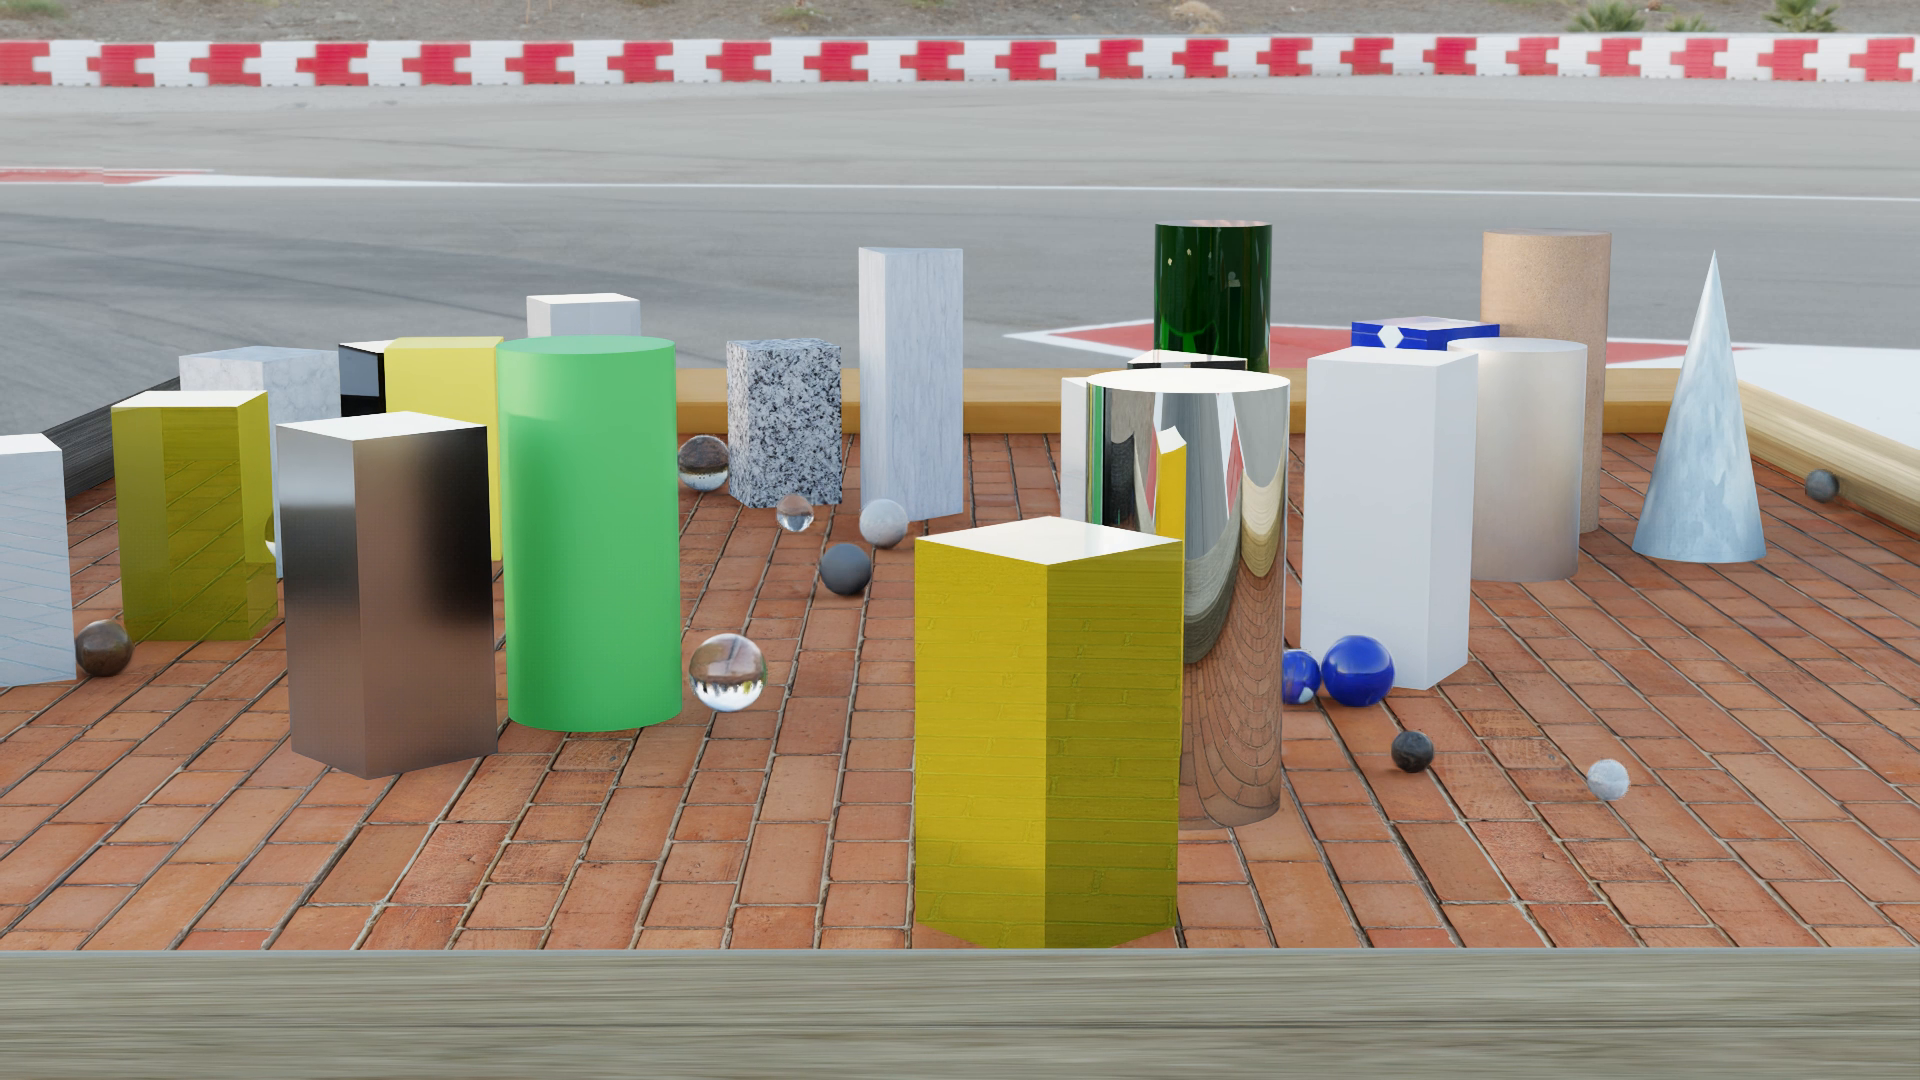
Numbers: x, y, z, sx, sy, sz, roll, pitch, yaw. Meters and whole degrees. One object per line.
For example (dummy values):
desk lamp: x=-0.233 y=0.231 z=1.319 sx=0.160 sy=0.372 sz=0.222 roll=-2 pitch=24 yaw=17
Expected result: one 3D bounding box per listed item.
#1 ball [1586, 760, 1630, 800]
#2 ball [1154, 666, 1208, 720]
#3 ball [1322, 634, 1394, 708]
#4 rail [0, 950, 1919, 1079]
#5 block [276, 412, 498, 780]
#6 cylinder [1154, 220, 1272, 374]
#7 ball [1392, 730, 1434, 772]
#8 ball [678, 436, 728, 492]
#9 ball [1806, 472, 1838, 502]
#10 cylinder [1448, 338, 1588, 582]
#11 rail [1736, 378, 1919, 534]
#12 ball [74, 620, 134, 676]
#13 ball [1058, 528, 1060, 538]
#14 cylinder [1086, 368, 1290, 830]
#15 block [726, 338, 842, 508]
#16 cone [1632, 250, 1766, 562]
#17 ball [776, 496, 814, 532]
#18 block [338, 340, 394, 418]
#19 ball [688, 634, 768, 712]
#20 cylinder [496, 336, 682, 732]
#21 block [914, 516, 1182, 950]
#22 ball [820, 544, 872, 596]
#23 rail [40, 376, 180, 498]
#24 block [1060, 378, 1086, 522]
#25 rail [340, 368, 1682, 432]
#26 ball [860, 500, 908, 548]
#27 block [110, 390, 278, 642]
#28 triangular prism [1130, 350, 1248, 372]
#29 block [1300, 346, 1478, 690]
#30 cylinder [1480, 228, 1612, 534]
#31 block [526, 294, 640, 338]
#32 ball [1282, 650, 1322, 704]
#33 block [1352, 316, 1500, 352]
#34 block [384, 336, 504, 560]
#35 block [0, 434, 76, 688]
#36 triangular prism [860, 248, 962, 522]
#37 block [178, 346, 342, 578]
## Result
ball: x=0.650 y=0.240 z=2.573 sx=0.042 sy=0.042 sz=0.042 roll=0 pitch=10 yaw=0
ball: x=0.250 y=0.172 z=2.890 sx=0.061 sy=0.061 sz=0.061 roll=0 pitch=10 yaw=0
ball: x=0.457 y=0.150 z=2.946 sx=0.084 sy=0.084 sz=0.084 roll=0 pitch=10 yaw=0
rail: x=0.010 y=0.340 z=1.789 sx=3.027 sy=0.129 sz=0.045 roll=0 pitch=10 yaw=0
block: x=-0.607 y=0.054 z=2.724 sx=0.158 sy=0.354 sz=0.158 roll=-10 pitch=14 yaw=-42
cylinder: x=0.428 y=-0.306 z=4.367 sx=0.198 sy=0.463 sz=0.198 roll=0 pitch=10 yaw=0
ball: x=0.472 y=0.221 z=2.674 sx=0.044 sy=0.044 sz=0.044 roll=0 pitch=10 yaw=0
ball: x=-0.442 y=-0.132 z=4.431 sx=0.098 sy=0.098 sz=0.098 roll=0 pitch=10 yaw=0
ball: x=1.454 y=-0.089 z=4.325 sx=0.052 sy=0.052 sz=0.052 roll=0 pitch=10 yaw=0
cylinder: x=0.803 y=-0.120 z=3.726 sx=0.198 sy=0.330 sz=0.198 roll=0 pitch=10 yaw=0
rail: x=1.490 y=0.032 z=3.457 sx=0.045 sy=0.129 sz=3.423 roll=0 pitch=10 yaw=0
ball: x=-1.033 y=0.131 z=3.095 sx=0.068 sy=0.068 sz=0.068 roll=0 pitch=10 yaw=0
ball: x=0.186 y=-0.009 z=3.821 sx=0.079 sy=0.079 sz=0.079 roll=0 pitch=10 yaw=0
cylinder: x=0.221 y=0.053 z=2.532 sx=0.198 sy=0.424 sz=0.198 roll=0 pitch=10 yaw=0
block: x=-0.298 y=-0.200 z=4.343 sx=0.158 sy=0.264 sz=0.158 roll=-3 pitch=11 yaw=-18
cone: x=1.123 y=-0.209 z=3.859 sx=0.198 sy=0.457 sz=0.198 roll=0 pitch=10 yaw=0
ball: x=-0.260 y=-0.042 z=4.053 sx=0.058 sy=0.058 sz=0.058 roll=0 pitch=10 yaw=0
block: x=-0.879 y=-0.166 z=4.087 sx=0.158 sy=0.290 sz=0.158 roll=-7 pitch=13 yaw=-34
ball: x=-0.264 y=0.151 z=2.924 sx=0.090 sy=0.090 sz=0.090 roll=0 pitch=10 yaw=0
cylinder: x=-0.417 y=-0.012 z=2.898 sx=0.198 sy=0.420 sz=0.198 roll=0 pitch=10 yaw=0
block: x=0.074 y=0.165 z=2.174 sx=0.158 sy=0.336 sz=0.158 roll=-9 pitch=14 yaw=-42
ball: x=-0.158 y=0.041 z=3.567 sx=0.073 sy=0.073 sz=0.073 roll=0 pitch=10 yaw=0
rail: x=-1.490 y=0.035 z=3.440 sx=0.045 sy=0.129 sz=3.423 roll=0 pitch=10 yaw=0
block: x=0.225 y=-0.028 z=3.214 sx=0.158 sy=0.337 sz=0.158 roll=-3 pitch=11 yaw=-15
rail: x=-0.010 y=-0.274 z=5.108 sx=3.027 sy=0.129 sz=0.045 roll=0 pitch=10 yaw=0
ball: x=-0.116 y=-0.025 z=3.916 sx=0.075 sy=0.075 sz=0.075 roll=0 pitch=10 yaw=0
block: x=-0.992 y=-0.034 z=3.338 sx=0.158 sy=0.302 sz=0.158 roll=0 pitch=10 yaw=-1
triangular prism: x=0.299 y=-0.101 z=3.647 sx=0.171 sy=0.323 sz=0.148 roll=-3 pitch=11 yaw=-13
block: x=0.518 y=-0.031 z=3.099 sx=0.158 sy=0.384 sz=0.158 roll=6 pitch=12 yaw=28
cylinder: x=0.924 y=-0.255 z=4.080 sx=0.198 sy=0.468 sz=0.198 roll=0 pitch=10 yaw=0
block: x=-0.655 y=-0.259 z=4.485 sx=0.158 sy=0.327 sz=0.158 roll=-5 pitch=11 yaw=-23
ball: x=0.384 y=0.158 z=2.957 sx=0.064 sy=0.064 sz=0.064 roll=0 pitch=10 yaw=0
block: x=0.715 y=-0.168 z=3.969 sx=0.158 sy=0.336 sz=0.158 roll=-8 pitch=13 yaw=-35
block: x=-0.770 y=-0.139 z=3.865 sx=0.158 sy=0.318 sz=0.158 roll=-1 pitch=11 yaw=-4
block: x=-1.168 y=0.025 z=3.090 sx=0.158 sy=0.278 sz=0.158 roll=-5 pitch=12 yaw=-27
triangular prism: x=-0.109 y=-0.257 z=4.185 sx=0.148 sy=0.433 sz=0.171 roll=10 pitch=14 yaw=43
block: x=-1.018 y=-0.117 z=3.757 sx=0.158 sy=0.313 sz=0.158 roll=6 pitch=12 yaw=27
